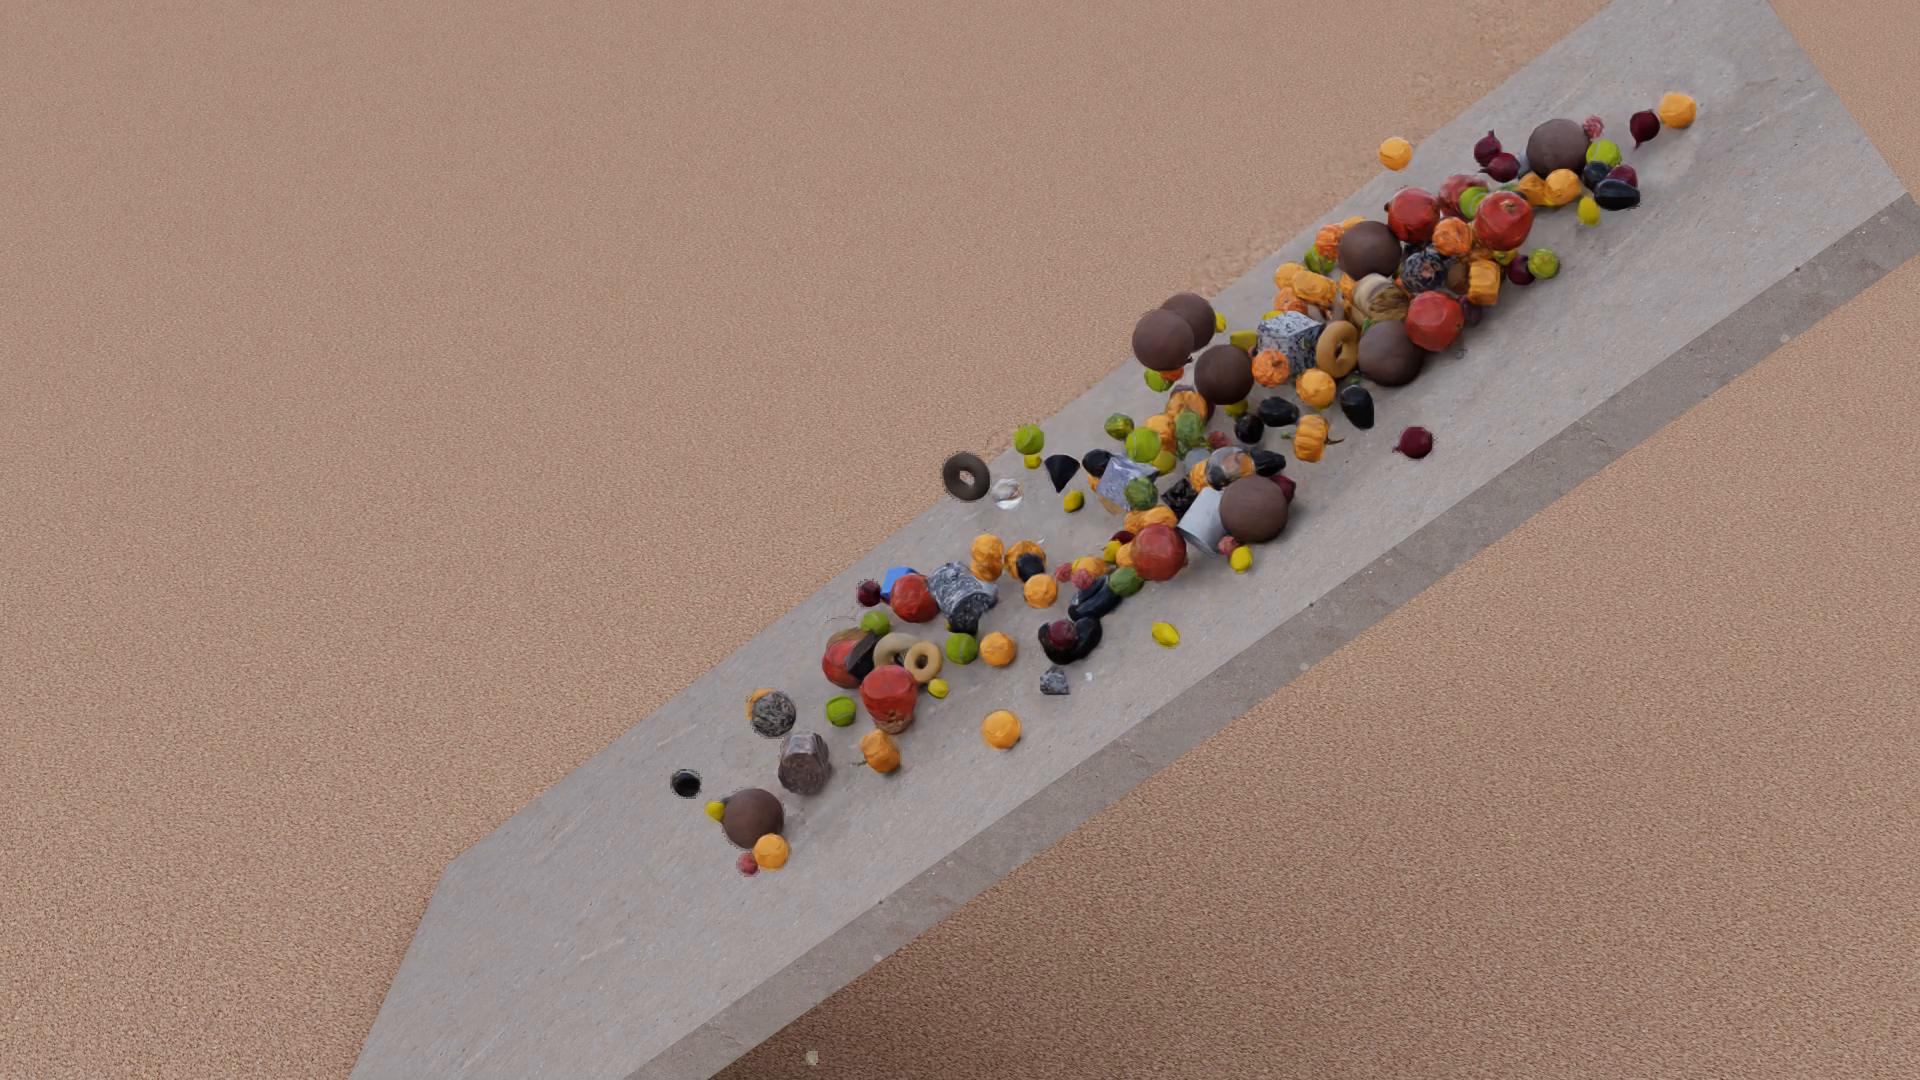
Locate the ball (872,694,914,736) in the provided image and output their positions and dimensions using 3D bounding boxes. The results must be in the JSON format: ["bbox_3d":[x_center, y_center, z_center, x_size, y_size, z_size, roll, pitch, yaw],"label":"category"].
[{"bbox_3d":[-0.141,0.363,6.137,0.088,0.088,0.088,0,24,0],"label":"ball"}]

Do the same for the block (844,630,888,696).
[{"bbox_3d":[-0.187,0.270,6.469,0.090,0.090,0.090,41,6,-16],"label":"block"}]

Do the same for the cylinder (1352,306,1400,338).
[{"bbox_3d":[0.849,-0.458,6.003,0.079,0.079,0.079,-5,15,-11],"label":"cylinder"}]

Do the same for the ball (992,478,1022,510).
[{"bbox_3d":[0.106,-0.105,6.637,0.070,0.070,0.070,0,24,0],"label":"ball"}]

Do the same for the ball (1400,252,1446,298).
[{"bbox_3d":[0.910,-0.522,5.776,0.090,0.090,0.090,0,24,0],"label":"ball"}]

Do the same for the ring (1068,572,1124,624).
[{"bbox_3d":[0.274,0.117,5.899,0.131,0.044,0.131,-37,17,13],"label":"ring"}]

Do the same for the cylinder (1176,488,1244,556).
[{"bbox_3d":[0.482,-0.035,5.676,0.097,0.097,0.097,28,79,47],"label":"cylinder"}]

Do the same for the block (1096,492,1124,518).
[{"bbox_3d":[0.331,-0.090,6.300,0.052,0.052,0.052,-38,16,11],"label":"block"}]

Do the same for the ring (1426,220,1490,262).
[{"bbox_3d":[1.009,-0.605,5.962,0.143,0.048,0.143,-26,-3,-1],"label":"ring"}]

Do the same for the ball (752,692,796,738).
[{"bbox_3d":[-0.386,0.361,6.084,0.093,0.093,0.093,0,24,0],"label":"ball"}]

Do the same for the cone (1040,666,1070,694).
[{"bbox_3d":[0.194,0.284,5.670,0.059,0.059,0.059,-16,33,-31],"label":"cone"}]

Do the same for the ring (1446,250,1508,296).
[{"bbox_3d":[1.020,-0.527,5.804,0.128,0.043,0.128,-19,29,11],"label":"ring"}]

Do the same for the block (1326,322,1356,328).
[{"bbox_3d":[0.775,-0.405,5.967,0.054,0.054,0.054,-2,64,30],"label":"block"}]

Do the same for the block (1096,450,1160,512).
[{"bbox_3d":[0.342,-0.121,5.996,0.082,0.082,0.082,31,23,17],"label":"block"}]

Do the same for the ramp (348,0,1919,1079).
[{"bbox_3d":[0.119,0.186,6.345,4.000,0.100,2.000,-36,16,18],"label":"ramp"}]

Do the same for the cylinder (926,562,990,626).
[{"bbox_3d":[-0.004,0.112,6.148,0.097,0.097,0.097,-15,50,-30],"label":"cylinder"}]

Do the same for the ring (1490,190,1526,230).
[{"bbox_3d":[1.107,-0.666,5.935,0.091,0.091,0.030,-23,56,-41],"label":"ring"}]

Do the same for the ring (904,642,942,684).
[{"bbox_3d":[-0.077,0.258,6.180,0.094,0.094,0.031,21,-8,39],"label":"ring"}]

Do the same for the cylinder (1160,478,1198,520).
[{"bbox_3d":[0.451,-0.085,5.983,0.062,0.062,0.062,-40,27,4],"label":"cylinder"}]

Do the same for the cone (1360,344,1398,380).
[{"bbox_3d":[0.838,-0.359,5.854,0.072,0.072,0.072,-5,21,21],"label":"cone"}]

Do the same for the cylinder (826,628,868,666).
[{"bbox_3d":[-0.249,0.244,6.683,0.084,0.084,0.084,-12,-1,-25],"label":"cylinder"}]

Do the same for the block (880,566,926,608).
[{"bbox_3d":[-0.130,0.108,6.766,0.066,0.066,0.066,-8,56,43],"label":"block"}]

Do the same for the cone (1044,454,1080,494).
[{"bbox_3d":[0.214,-0.129,6.269,0.076,0.076,0.076,4,59,9],"label":"cone"}]

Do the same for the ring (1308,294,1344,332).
[{"bbox_3d":[0.748,-0.464,6.013,0.083,0.083,0.028,-12,-11,-25],"label":"ring"}]

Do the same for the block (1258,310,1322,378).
[{"bbox_3d":[0.674,-0.398,5.989,0.093,0.093,0.093,-21,31,-26],"label":"block"}]

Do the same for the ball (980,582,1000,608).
[{"bbox_3d":[0.055,0.120,6.378,0.060,0.060,0.060,0,24,0],"label":"ball"}]

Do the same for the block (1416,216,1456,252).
[{"bbox_3d":[0.991,-0.625,6.103,0.057,0.057,0.057,30,44,11],"label":"block"}]

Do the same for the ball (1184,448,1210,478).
[{"bbox_3d":[0.490,-0.159,6.029,0.062,0.062,0.062,0,24,0],"label":"ball"}]

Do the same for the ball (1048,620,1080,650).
[{"bbox_3d":[0.207,0.188,5.834,0.060,0.060,0.060,0,24,0],"label":"ball"}]

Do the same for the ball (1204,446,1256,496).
[{"bbox_3d":[0.520,-0.132,5.656,0.098,0.098,0.098,0,24,0],"label":"ball"}]

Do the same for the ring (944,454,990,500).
[{"bbox_3d":[0.016,-0.149,6.974,0.121,0.121,0.040,10,30,22],"label":"ring"}]
